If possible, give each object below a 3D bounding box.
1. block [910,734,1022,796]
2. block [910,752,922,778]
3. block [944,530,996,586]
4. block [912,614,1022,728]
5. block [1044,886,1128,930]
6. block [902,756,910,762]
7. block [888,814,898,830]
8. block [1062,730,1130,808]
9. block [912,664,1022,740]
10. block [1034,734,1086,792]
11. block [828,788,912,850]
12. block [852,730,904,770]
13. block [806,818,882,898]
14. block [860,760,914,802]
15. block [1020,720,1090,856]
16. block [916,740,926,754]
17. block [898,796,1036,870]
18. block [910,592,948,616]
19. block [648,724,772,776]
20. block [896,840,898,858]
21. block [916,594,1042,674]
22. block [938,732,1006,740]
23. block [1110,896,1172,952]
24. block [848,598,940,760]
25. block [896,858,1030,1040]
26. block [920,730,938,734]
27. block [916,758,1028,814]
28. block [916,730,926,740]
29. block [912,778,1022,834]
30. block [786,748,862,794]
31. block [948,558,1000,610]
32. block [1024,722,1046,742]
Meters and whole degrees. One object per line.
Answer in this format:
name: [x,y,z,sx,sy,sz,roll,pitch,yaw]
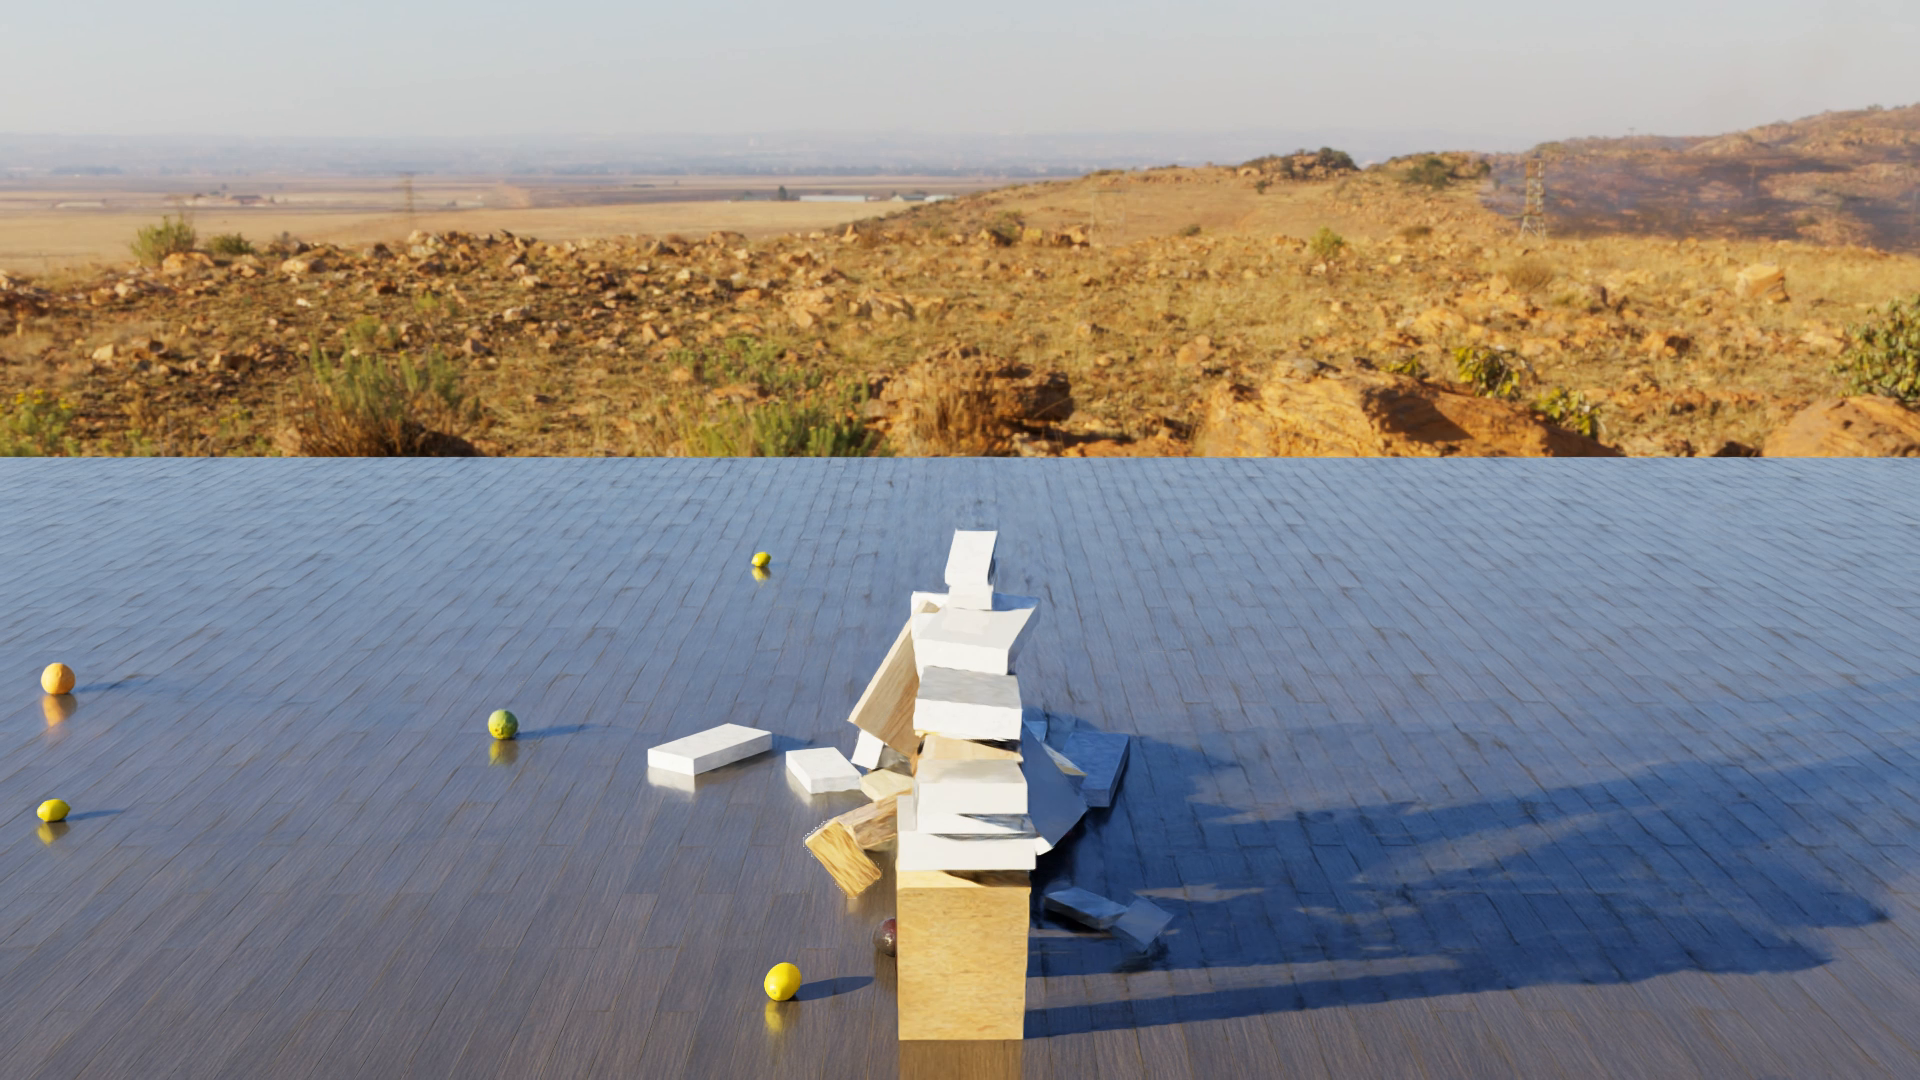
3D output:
block: [-0.001,0.369,3.181,0.131,0.037,0.389,2,-26,-6]
block: [-0.029,0.344,3.613,0.108,0.031,0.217,-17,32,1]
block: [0.017,0.028,3.397,0.065,0.018,0.130,3,31,7]
block: [0.007,0.205,3.332,0.135,0.038,0.269,-1,34,-7]
block: [0.208,0.598,3.571,0.070,0.020,0.139,-8,13,-37]
block: [-0.074,0.437,4.215,0.029,0.101,0.202,28,5,-13]
block: [-0.070,0.458,3.674,0.075,0.021,0.150,-17,-7,-14]
block: [0.256,0.449,4.338,0.120,0.034,0.399,2,11,10]
block: [0.012,0.215,2.992,0.135,0.038,0.465,6,3,0]
block: [0.104,0.397,4.212,0.162,0.046,0.323,22,3,-22]
block: [-0.059,0.465,3.896,0.323,0.046,0.162,-20,3,-19]
block: [-0.132,0.350,4.207,0.046,0.162,0.359,17,-2,8]
block: [-0.184,0.504,3.483,0.060,0.120,0.017,-37,16,4]
block: [-0.087,0.475,4.044,0.101,0.029,0.202,-19,31,-29]
block: [0.084,0.344,3.334,0.032,0.249,0.113,-35,3,44]
block: [-0.036,0.284,3.513,0.060,0.120,0.017,2,-7,5]
block: [0.004,0.389,2.949,0.173,0.049,0.346,0,1,-2]
block: [-0.029,0.196,3.548,0.108,0.217,0.031,6,3,15]
block: [-0.505,0.424,4.468,0.120,0.034,0.240,7,13,35]
block: [0.001,0.537,3.177,0.173,0.347,0.049,0,54,1]
block: [0.030,0.135,3.291,0.135,0.038,0.269,7,16,11]
block: [0.015,0.255,3.007,0.086,0.024,0.172,3,-2,-2]
block: [0.284,0.601,3.440,0.060,0.017,0.120,31,24,16]
block: [-0.069,0.219,3.475,0.113,0.226,0.032,34,-7,-17]
block: [0.002,0.557,2.976,0.173,0.346,0.049,0,44,-1]
block: [0.003,0.232,3.235,0.086,0.024,0.172,15,35,14]
block: [0.012,0.311,2.795,0.131,0.037,0.262,0,1,-2]
block: [-0.012,0.265,3.472,0.065,0.130,0.018,33,-5,-36]
block: [0.007,0.347,2.883,0.131,0.037,0.262,0,1,-3]
block: [-0.270,0.453,4.331,0.101,0.029,0.202,-3,11,-17]
block: [0.022,0.065,3.373,0.065,0.018,0.130,2,29,6]
block: [0.146,0.408,4.595,0.069,0.020,0.139,1,11,3]
